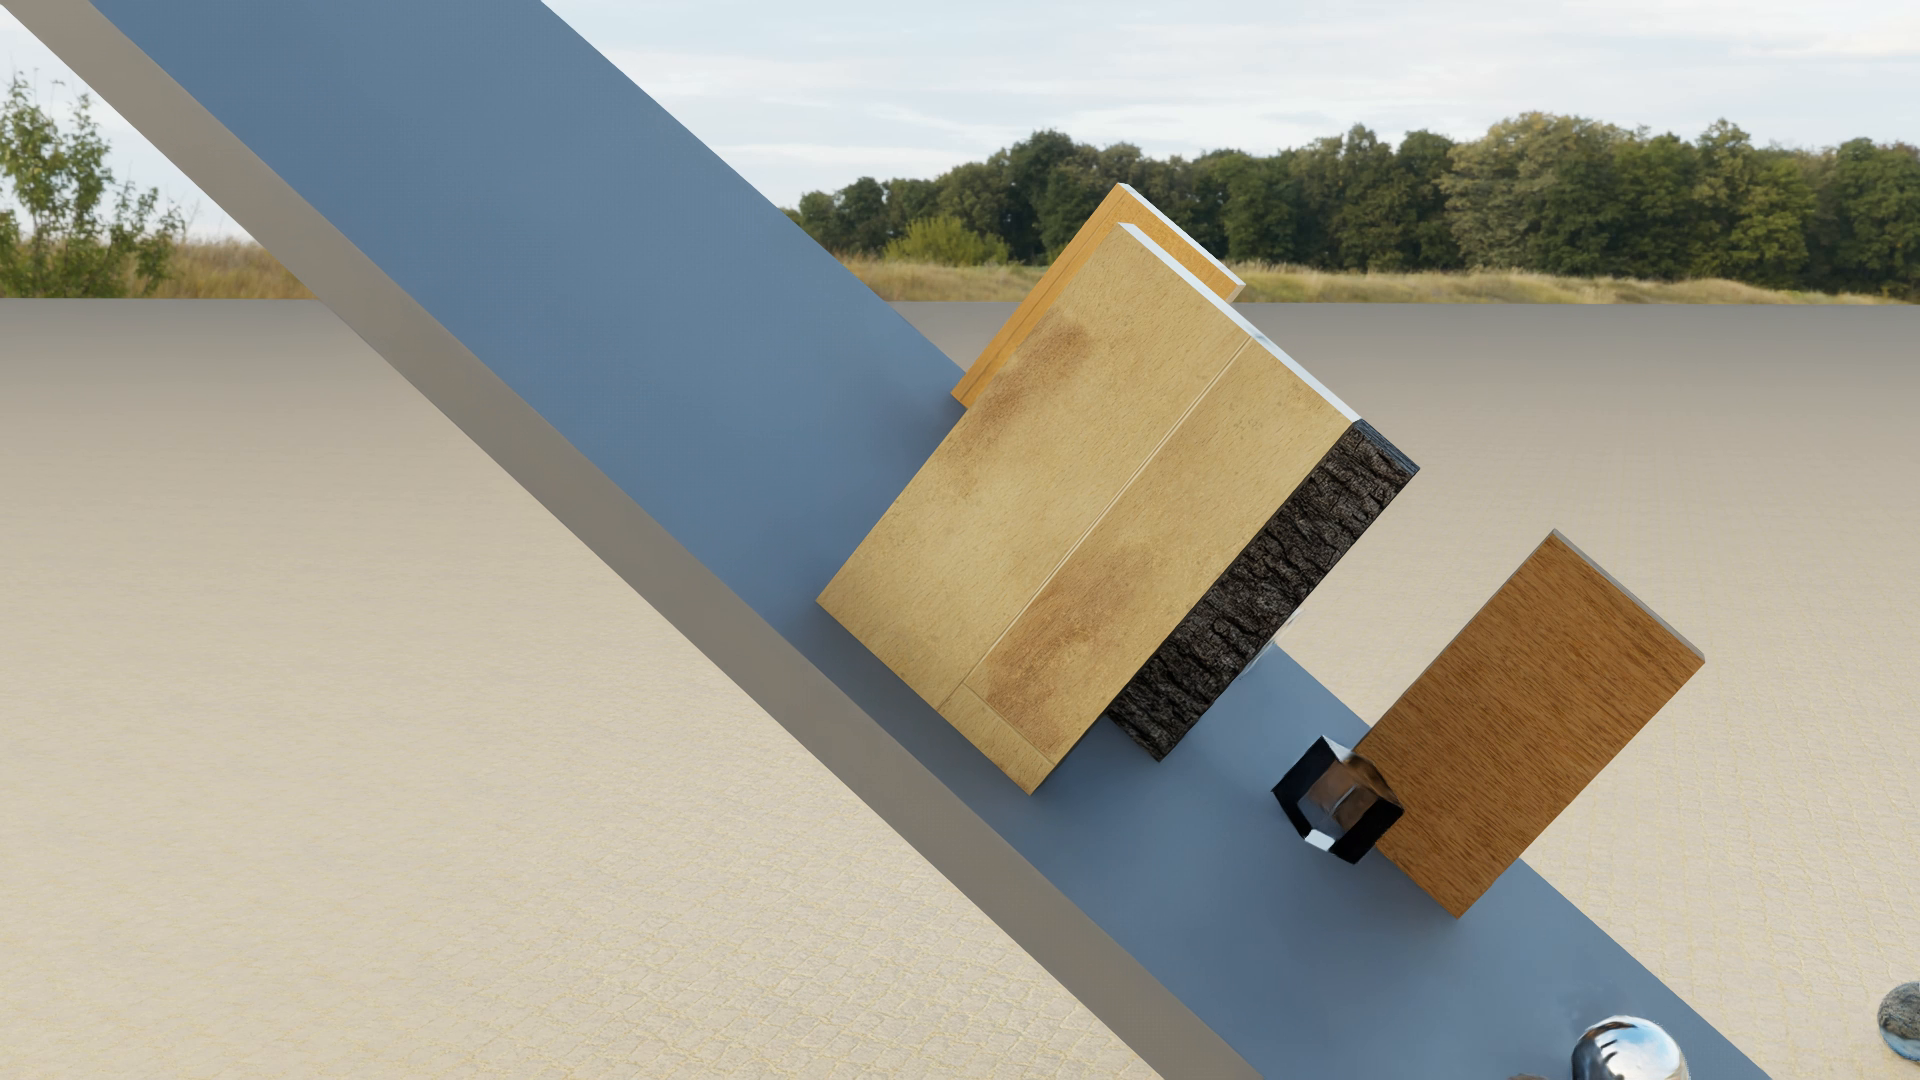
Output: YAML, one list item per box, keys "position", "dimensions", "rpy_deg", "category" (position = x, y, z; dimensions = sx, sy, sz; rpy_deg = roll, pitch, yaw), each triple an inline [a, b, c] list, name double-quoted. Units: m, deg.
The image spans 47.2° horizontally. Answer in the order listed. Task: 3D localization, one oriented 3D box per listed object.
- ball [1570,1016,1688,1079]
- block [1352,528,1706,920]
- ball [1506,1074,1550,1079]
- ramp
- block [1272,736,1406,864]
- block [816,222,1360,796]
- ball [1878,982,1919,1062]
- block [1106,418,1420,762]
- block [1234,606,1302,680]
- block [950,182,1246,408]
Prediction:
- position: [1.122, 0.895, 3.691]
  dimensions: [0.190, 0.190, 0.190]
  rpy_deg: [0, 7, 0]
  category: "ball"
- position: [1.016, 0.344, 4.092]
  dimensions: [0.351, 0.660, 0.098]
  rpy_deg: [42, 16, 9]
  category: "block"
- position: [0.841, 0.862, 3.241]
  dimensions: [0.147, 0.147, 0.147]
  rpy_deg: [0, 7, 0]
  category: "ball"
- position: [0.002, 0.046, 4.039]
  dimensions: [4.000, 0.100, 2.000]
  rpy_deg: [42, 16, 9]
  category: "ramp"
- position: [0.681, 0.469, 3.960]
  dimensions: [0.140, 0.140, 0.140]
  rpy_deg: [29, 19, -33]
  category: "block"
- position: [0.175, -0.041, 3.183]
  dimensions: [0.429, 0.716, 0.102]
  rpy_deg: [42, 16, 9]
  category: "block"
- position: [2.262, 1.136, 5.181]
  dimensions: [0.185, 0.185, 0.185]
  rpy_deg: [0, 7, 0]
  category: "ball"
- position: [0.411, 0.002, 3.716]
  dimensions: [0.384, 0.642, 0.150]
  rpy_deg: [42, 16, 9]
  category: "block"
- position: [0.561, 0.157, 4.476]
  dimensions: [0.172, 0.172, 0.172]
  rpy_deg: [43, 16, 12]
  category: "block"
- position: [0.294, -0.431, 4.732]
  dimensions: [0.335, 0.581, 0.105]
  rpy_deg: [42, 16, 9]
  category: "block"
